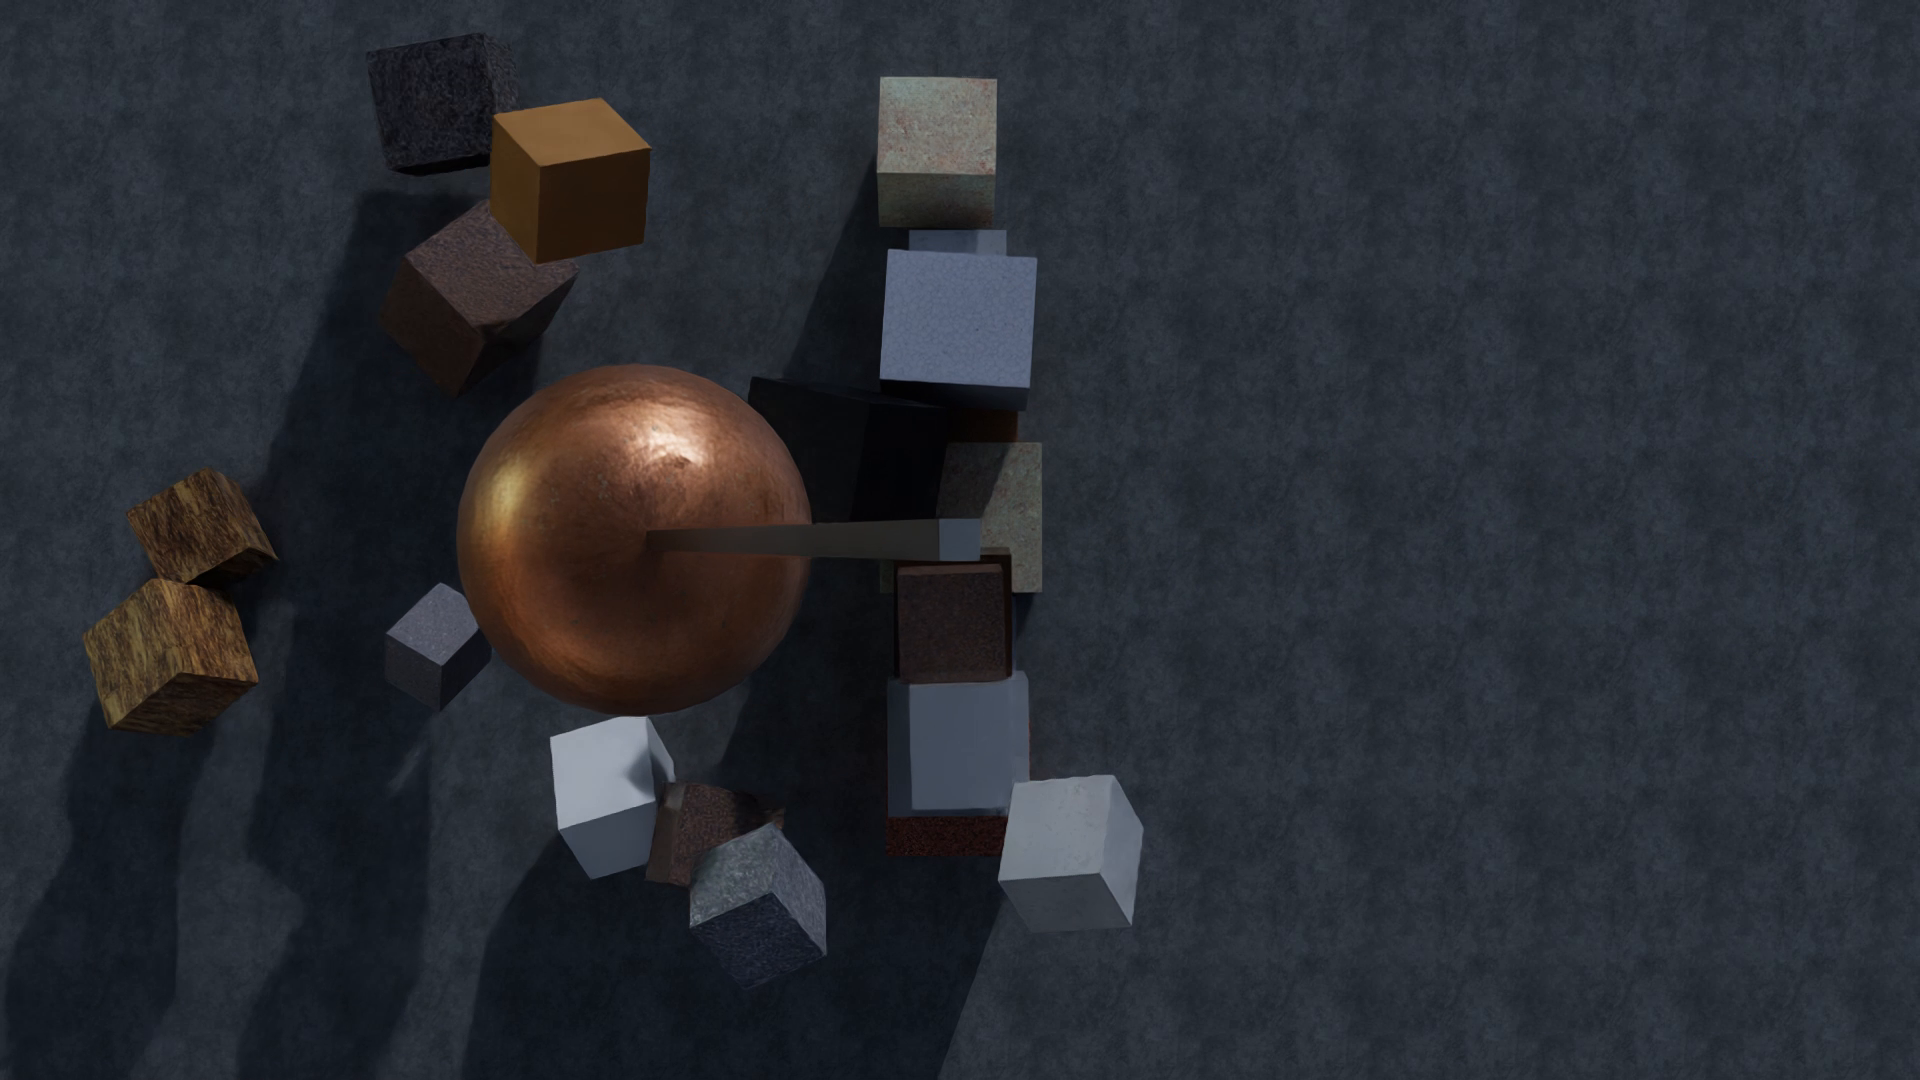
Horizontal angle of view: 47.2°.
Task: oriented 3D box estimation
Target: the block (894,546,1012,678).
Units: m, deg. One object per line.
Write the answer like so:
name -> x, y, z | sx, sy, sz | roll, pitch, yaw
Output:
block -> -0.039, 0.379, 11.793 | 0.617, 0.539, 0.638 | 0, 94, 0

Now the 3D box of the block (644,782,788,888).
block -> -1.336, 1.641, 12.007 | 0.570, 0.509, 0.542 | 14, 79, -19

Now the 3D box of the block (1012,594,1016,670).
block -> 0.017, 0.656, 12.681 | 0.593, 0.639, 0.680 | 0, 90, 0

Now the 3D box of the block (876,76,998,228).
block -> -0.129, -2.216, 12.605 | 0.660, 0.603, 0.627 | 1, 69, 0

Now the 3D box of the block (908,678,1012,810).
block -> 0.003, 1.015, 11.049 | 0.493, 0.597, 0.596 | -2, 90, 0

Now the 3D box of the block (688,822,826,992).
block -> -0.940, 1.709, 10.257 | 0.442, 0.467, 0.480 | -25, 123, 13

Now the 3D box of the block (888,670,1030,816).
block -> -0.009, 1.074, 11.746 | 0.730, 0.797, 0.703 | 0, 90, 0

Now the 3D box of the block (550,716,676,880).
block -> -1.959, 1.455, 12.573 | 0.568, 0.535, 0.657 | -17, 48, 2

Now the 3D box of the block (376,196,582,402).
block -> -2.729, -1.385, 12.443 | 0.640, 0.782, 0.757 | 46, 56, -2

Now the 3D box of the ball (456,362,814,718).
ball -> -1.463, 0.000, 9.950 | 1.600, 1.600, 1.600 | 0, 90, 0

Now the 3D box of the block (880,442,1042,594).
block -> 0.003, -0.122, 12.528 | 0.893, 0.943, 0.823 | 0, 90, 0

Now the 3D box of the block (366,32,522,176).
block -> -2.890, -2.458, 12.469 | 0.668, 0.630, 0.653 | -9, 96, 4

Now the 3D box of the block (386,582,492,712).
block -> -2.731, 0.560, 11.547 | 0.355, 0.390, 0.444 | 29, 48, 11

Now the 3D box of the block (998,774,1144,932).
block -> 0.542, 1.515, 10.624 | 0.514, 0.467, 0.561 | -8, 47, 22

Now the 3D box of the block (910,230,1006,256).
block -> -0.013, -1.449, 12.714 | 0.550, 0.571, 0.606 | 0, 90, 0

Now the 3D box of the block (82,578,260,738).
block -> -4.443, 0.671, 12.377 | 0.623, 0.552, 0.609 | -35, 65, 21

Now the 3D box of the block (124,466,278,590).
block -> -4.369, -0.020, 12.695 | 0.531, 0.506, 0.534 | -30, 82, -4

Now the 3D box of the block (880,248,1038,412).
block -> -0.008, -1.137, 12.034 | 0.798, 0.694, 0.707 | 4, 83, 0

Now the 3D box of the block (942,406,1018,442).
block -> -0.002, -0.838, 12.692 | 0.653, 0.616, 0.602 | 0, 90, 0

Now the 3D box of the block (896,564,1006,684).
block -> -0.046, 0.425, 11.284 | 0.533, 0.474, 0.551 | -2, 95, -1

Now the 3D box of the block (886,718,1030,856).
block -> -0.010, 1.376, 12.573 | 0.800, 0.855, 0.741 | 0, 90, 0

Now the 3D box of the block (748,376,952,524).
block -> -0.634, -0.409, 11.744 | 0.807, 0.728, 0.766 | 15, 99, 35

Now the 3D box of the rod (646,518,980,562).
rod -> -0.634, 0.000, 6.653 | 0.080, 5.200, 0.080 | 0, 90, -14

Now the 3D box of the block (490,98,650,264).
block -> -2.043, -1.880, 11.485 | 0.623, 0.573, 0.561 | -17, 46, -31
